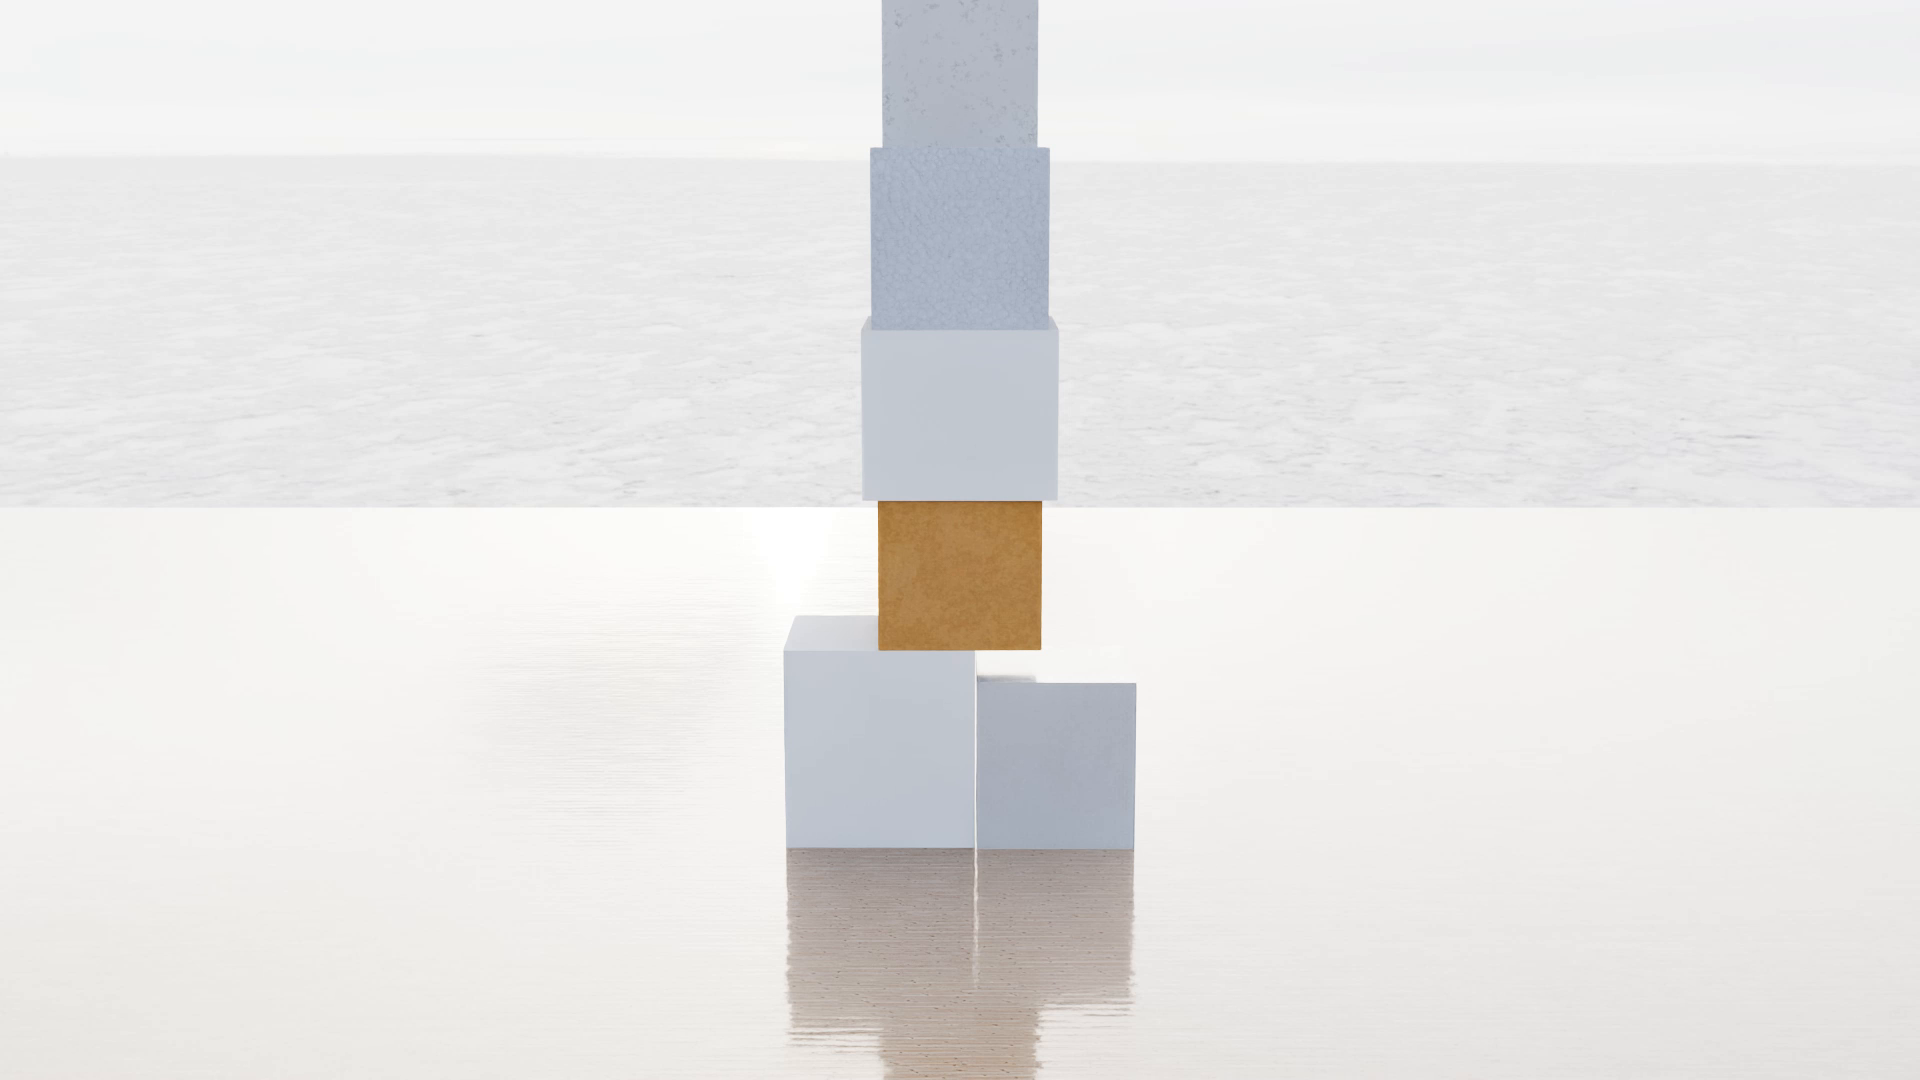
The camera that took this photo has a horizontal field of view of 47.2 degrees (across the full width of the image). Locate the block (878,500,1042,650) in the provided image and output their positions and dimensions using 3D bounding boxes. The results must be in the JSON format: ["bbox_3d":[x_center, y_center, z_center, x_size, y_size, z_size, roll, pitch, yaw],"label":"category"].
[{"bbox_3d":[0.000,0.106,11.192,0.807,0.756,0.780,0,10,0],"label":"block"}]

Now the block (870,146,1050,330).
[{"bbox_3d":[0.000,-1.512,10.919,0.853,0.865,0.877,0,10,0],"label":"block"}]

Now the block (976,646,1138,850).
[{"bbox_3d":[0.481,1.056,11.354,0.791,0.860,0.803,0,10,0],"label":"block"}]

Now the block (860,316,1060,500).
[{"bbox_3d":[0.000,-0.678,11.067,0.953,0.830,0.884,0,10,0],"label":"block"}]

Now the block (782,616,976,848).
[{"bbox_3d":[-0.400,0.974,11.369,0.951,1.016,0.820,0,10,0],"label":"block"}]

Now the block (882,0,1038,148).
[{"bbox_3d":[0.000,-2.335,10.758,0.739,0.814,0.770,0,10,0],"label":"block"}]
